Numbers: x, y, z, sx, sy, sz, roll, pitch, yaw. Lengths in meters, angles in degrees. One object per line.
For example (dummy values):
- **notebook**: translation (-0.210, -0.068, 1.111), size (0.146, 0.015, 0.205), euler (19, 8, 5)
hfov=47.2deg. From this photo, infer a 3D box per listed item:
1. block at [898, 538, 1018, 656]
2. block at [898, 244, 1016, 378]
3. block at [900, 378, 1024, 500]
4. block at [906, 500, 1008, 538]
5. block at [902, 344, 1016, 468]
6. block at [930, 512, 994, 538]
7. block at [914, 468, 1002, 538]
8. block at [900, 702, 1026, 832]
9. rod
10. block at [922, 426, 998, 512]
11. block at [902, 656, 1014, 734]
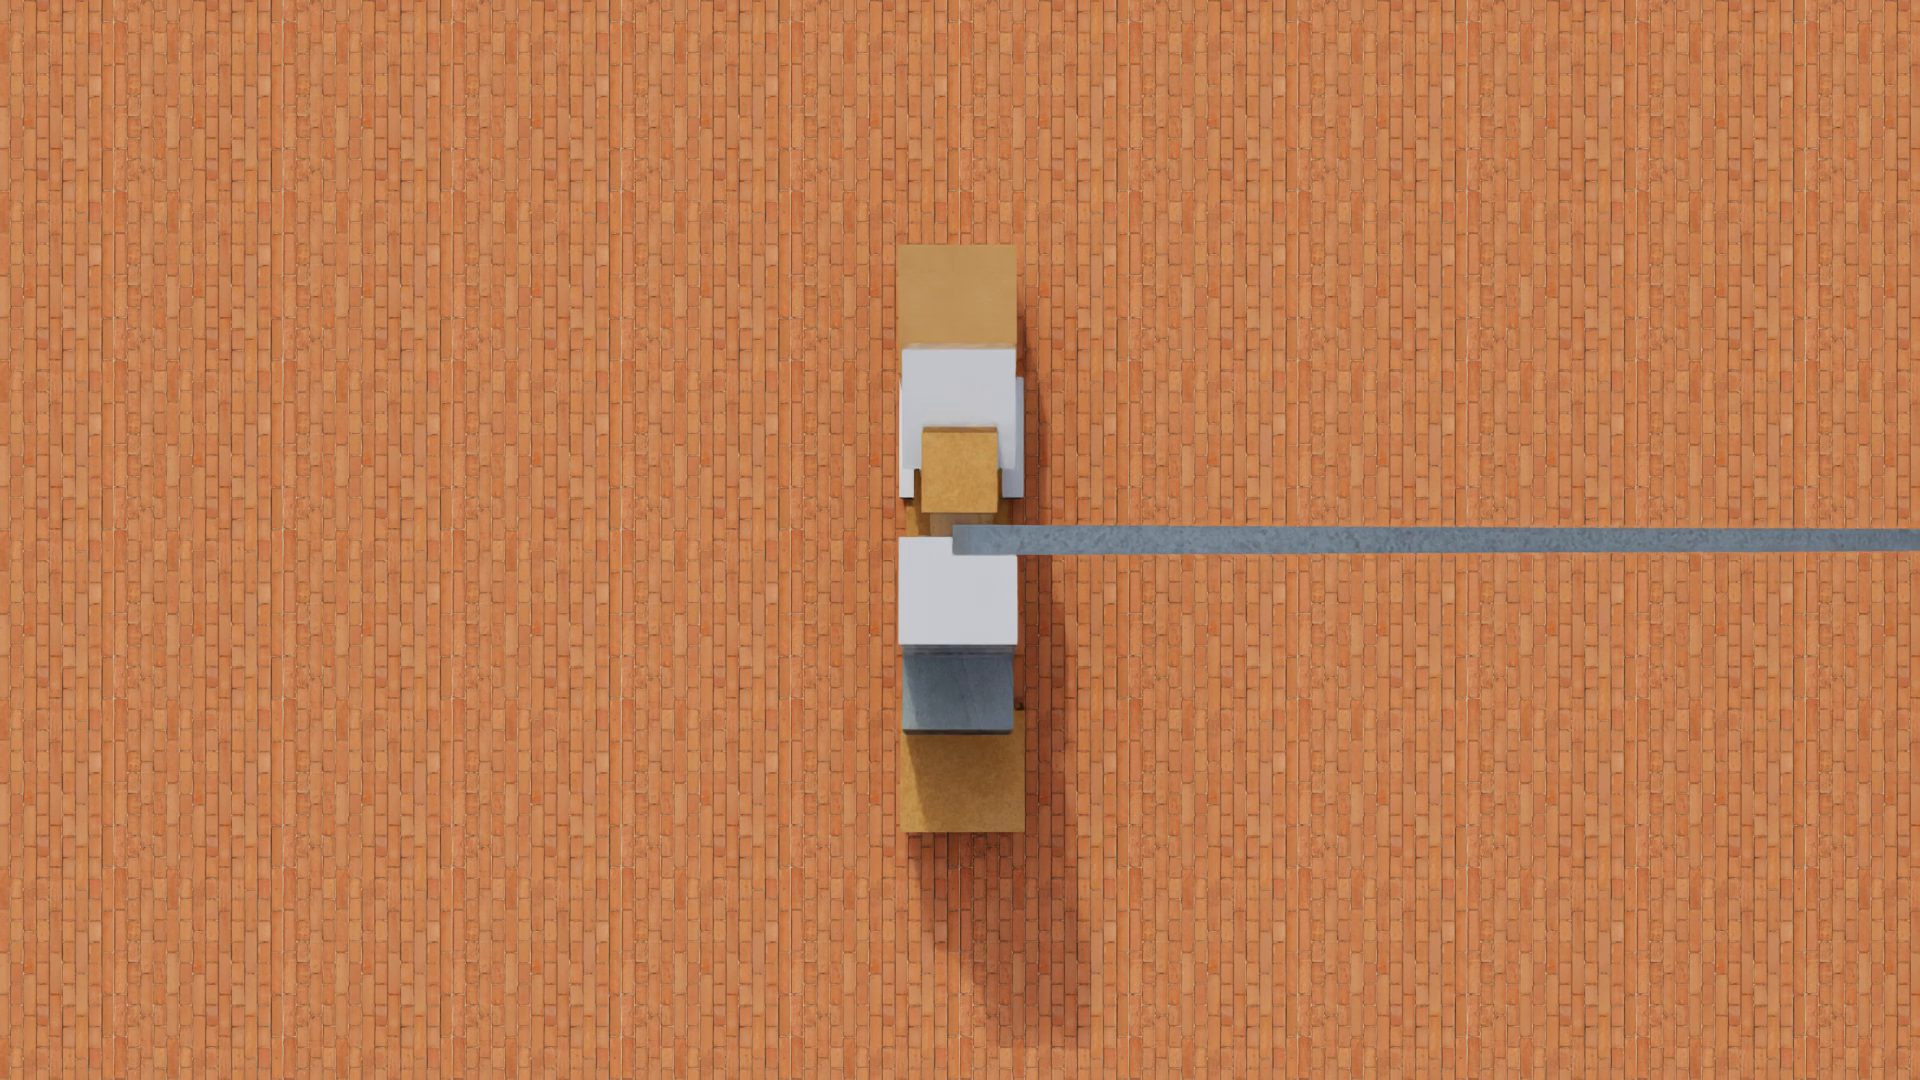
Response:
- **block**: translation (-0.011, 0.303, 11.458), size (0.599, 0.678, 0.543), euler (0, 82, 0)
- **block**: translation (-0.013, -1.284, 12.606), size (0.657, 0.789, 0.711), euler (0, 90, 0)
- **block**: translation (0.008, -0.580, 12.709), size (0.701, 0.582, 0.676), euler (0, 90, 0)
- **block**: translation (-0.018, 0.079, 12.732), size (0.576, 0.537, 0.622), euler (0, 90, 0)
- **block**: translation (-0.006, -0.734, 11.924), size (0.598, 0.624, 0.631), euler (0, 98, 0)
- **block**: translation (0.011, -0.088, 11.834), size (0.336, 0.276, 0.300), euler (0, 90, 0)
- **block**: translation (-0.012, -0.216, 12.195), size (0.480, 0.447, 0.414), euler (0, 90, 0)
- **block**: translation (0.015, 1.298, 12.671), size (0.701, 0.658, 0.684), euler (0, 90, 0)
- **rod**: translation (2.212, 0.000, 7.190), size (5.200, 0.080, 0.080), euler (0, 90, -32)
- **block**: translation (-0.002, -0.371, 11.434), size (0.388, 0.446, 0.406), euler (0, 98, 0)
- **block**: translation (-0.012, 0.750, 12.055), size (0.596, 0.625, 0.605), euler (0, 82, 0)
